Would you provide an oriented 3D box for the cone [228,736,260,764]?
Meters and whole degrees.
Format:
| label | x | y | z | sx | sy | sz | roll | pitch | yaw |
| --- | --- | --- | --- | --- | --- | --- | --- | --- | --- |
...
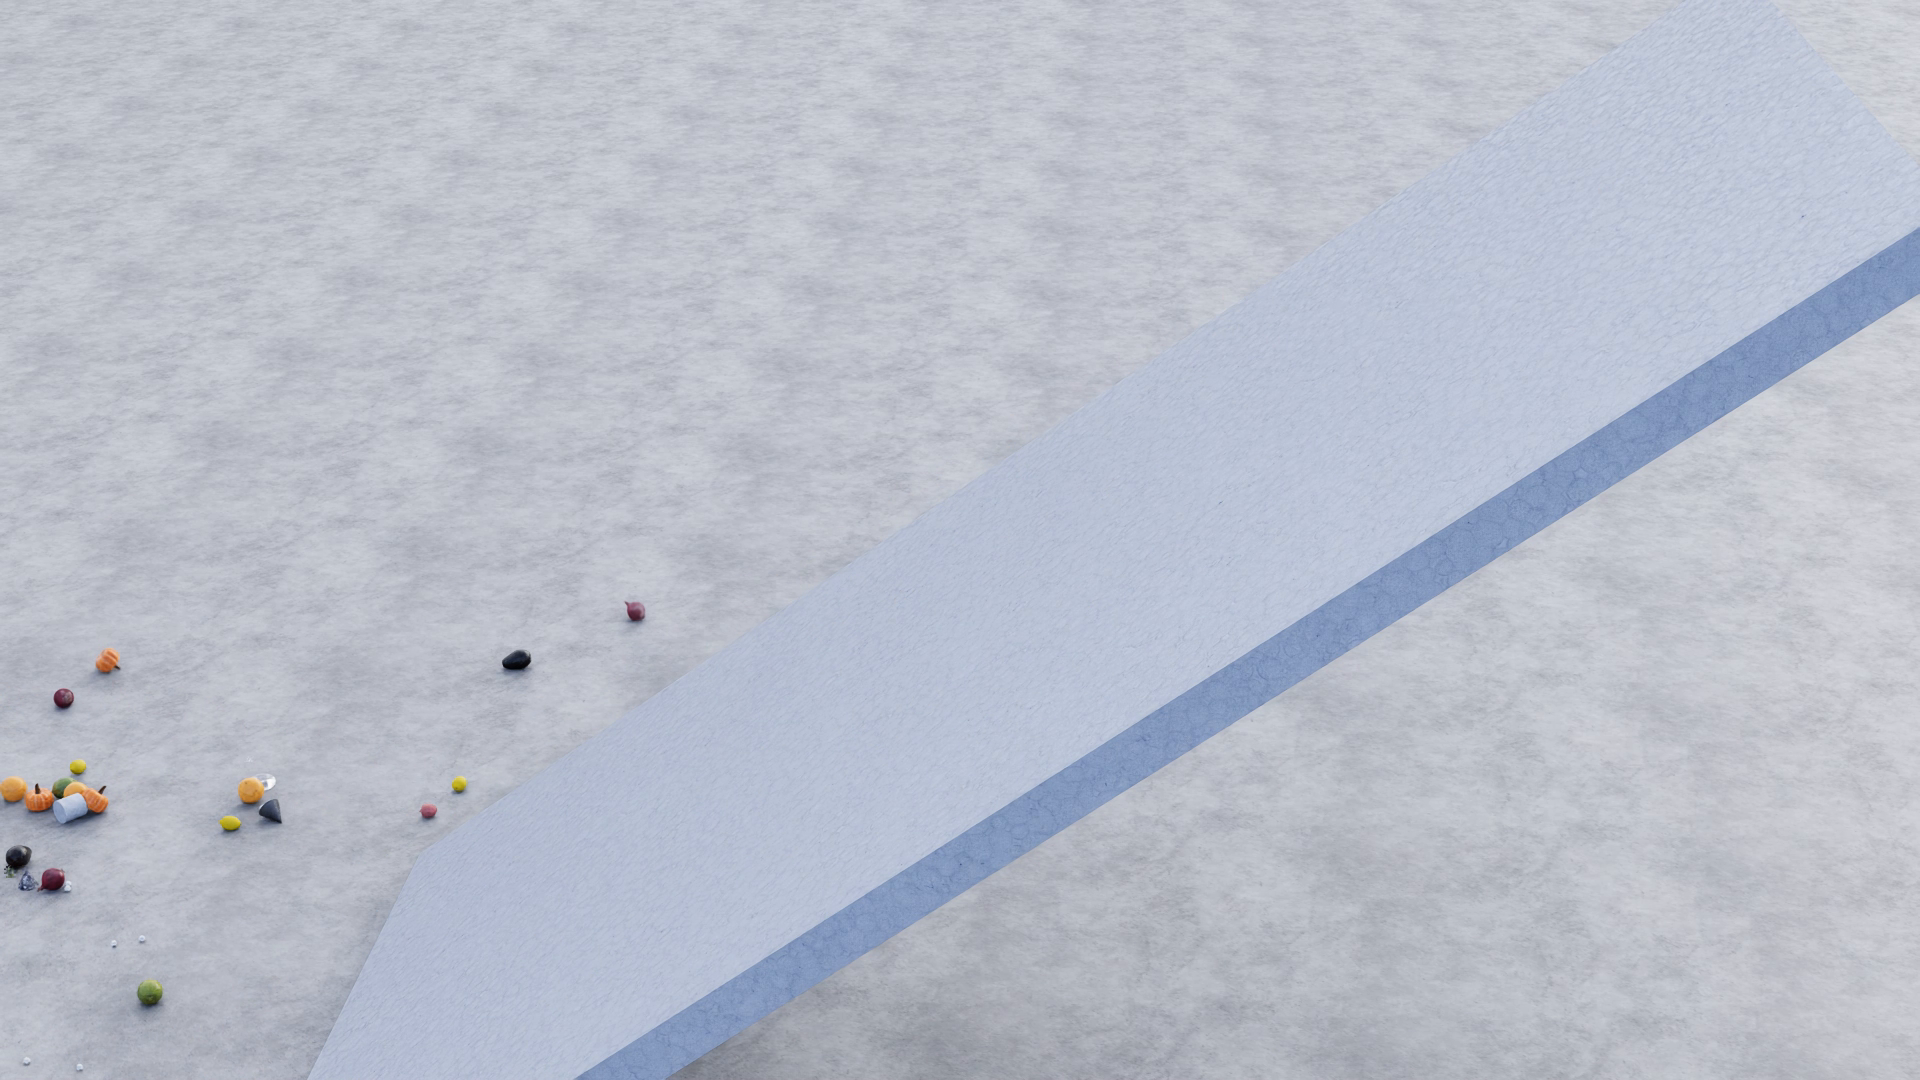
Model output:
| label | x | y | z | sx | sy | sz | roll | pitch | yaw |
| --- | --- | --- | --- | --- | --- | --- | --- | --- | --- |
| cone | -2.052 | 0.624 | 8.457 | 0.092 | 0.092 | 0.092 | -4 | 19 | 2 |

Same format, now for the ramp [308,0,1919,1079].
| label | x | y | z | sx | sy | sz | roll | pitch | yaw |
| --- | --- | --- | --- | --- | --- | --- | --- | --- | --- |
| ramp | 0.131 | 0.178 | 6.318 | 4.000 | 0.100 | 2.000 | -34 | 16 | 16 |

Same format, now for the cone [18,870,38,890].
| label | x | y | z | sx | sy | sz | roll | pitch | yaw |
| --- | --- | --- | --- | --- | --- | --- | --- | --- | --- |
| cone | -2.466 | 0.890 | 7.773 | 0.054 | 0.054 | 0.054 | 0 | 22 | 0 |

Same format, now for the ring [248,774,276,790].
| label | x | y | z | sx | sy | sz | roll | pitch | yaw |
| --- | --- | --- | --- | --- | --- | --- | --- | --- | --- |
| ring | -1.973 | 0.684 | 8.314 | 0.077 | 0.026 | 0.077 | 0 | 23 | 0 |

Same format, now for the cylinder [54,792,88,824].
| label | x | y | z | sx | sy | sz | roll | pitch | yaw |
| --- | --- | --- | --- | --- | --- | --- | --- | --- | --- |
| cylinder | -2.457 | 0.741 | 8.122 | 0.066 | 0.066 | 0.066 | 19 | 29 | 39 |
